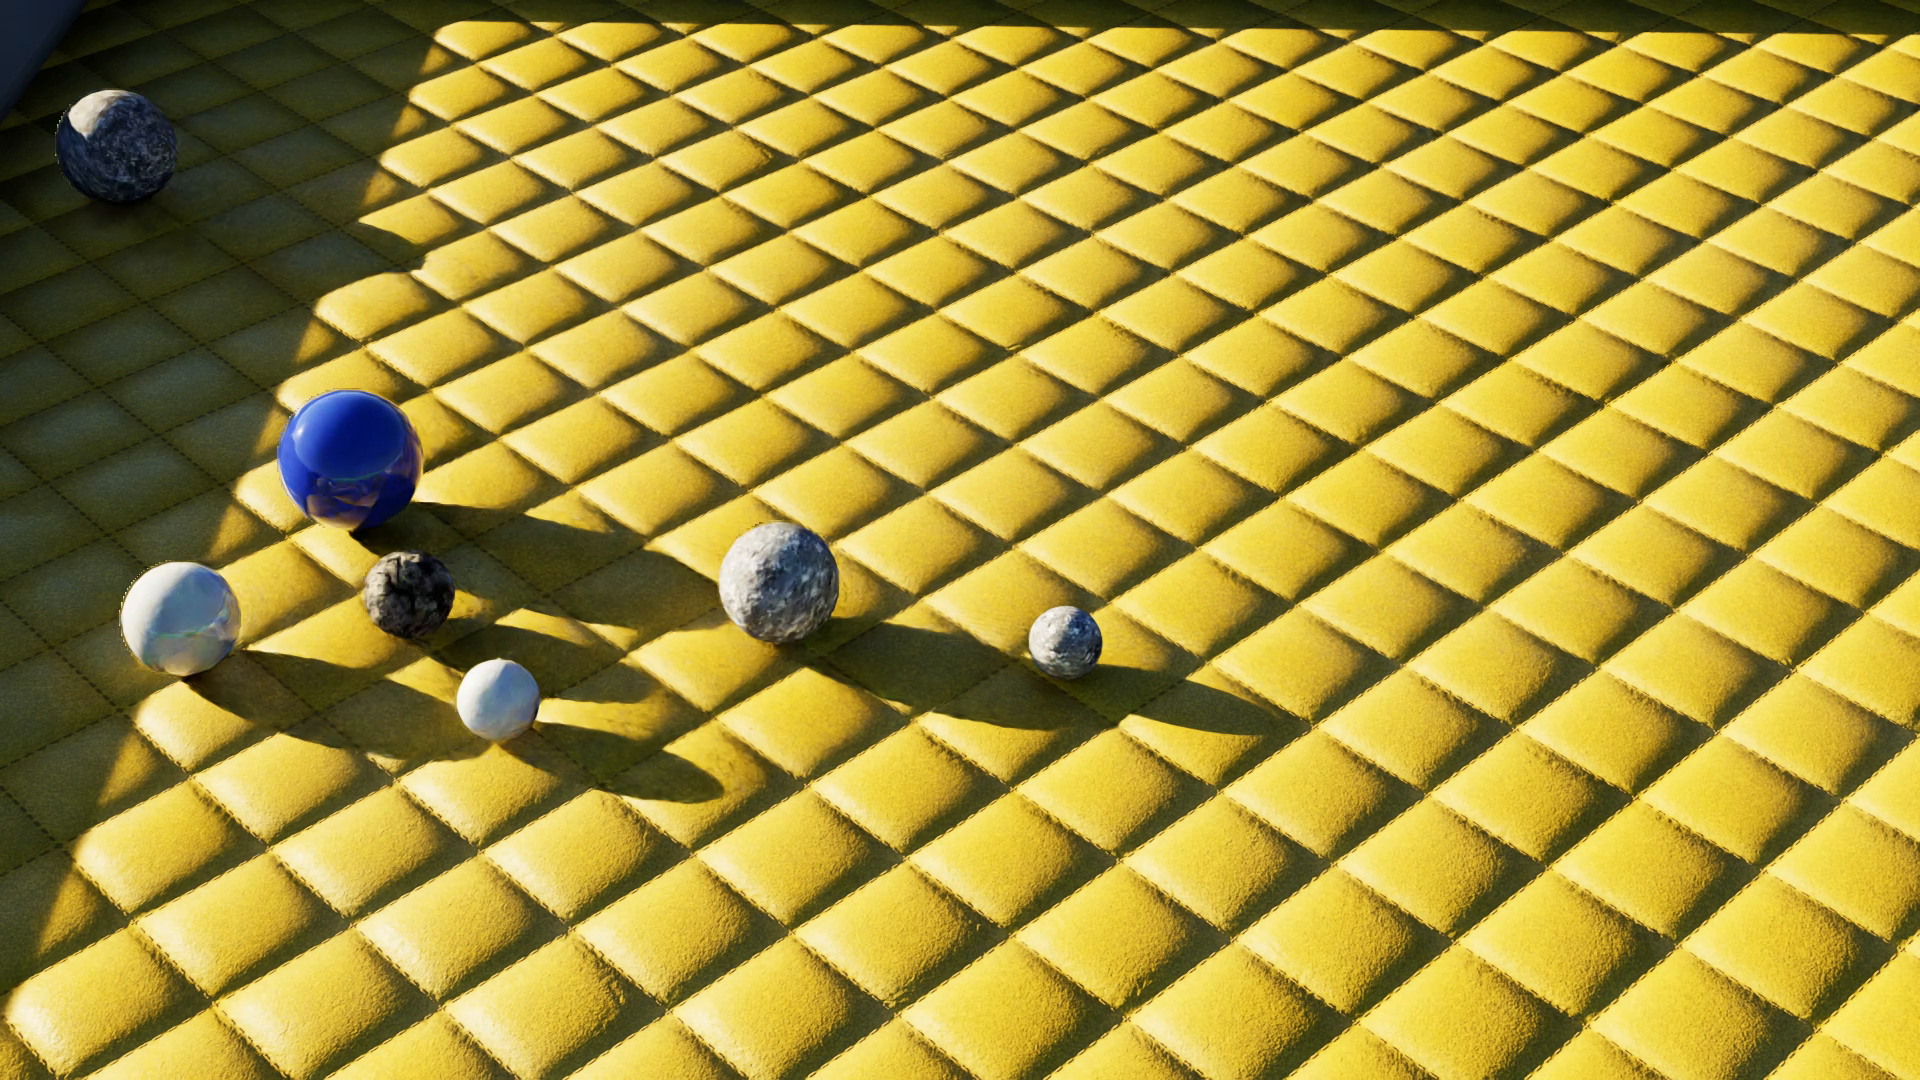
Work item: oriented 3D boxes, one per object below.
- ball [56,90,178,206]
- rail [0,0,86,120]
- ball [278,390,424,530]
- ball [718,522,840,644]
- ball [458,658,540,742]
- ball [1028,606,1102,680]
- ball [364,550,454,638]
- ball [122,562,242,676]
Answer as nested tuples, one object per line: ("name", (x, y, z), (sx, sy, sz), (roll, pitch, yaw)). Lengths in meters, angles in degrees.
("ball", (-0.700, -0.326, 2.132), (0.095, 0.095, 0.095), (0, 36, 0))
("rail", (-0.843, -0.035, 1.702), (0.045, 0.125, 2.046), (1, 36, 1))
("ball", (-0.416, -0.055, 1.755), (0.097, 0.097, 0.097), (0, 36, 0))
("ball", (-0.117, 0.028, 1.657), (0.078, 0.078, 0.078), (0, 36, 0))
("ball", (-0.284, 0.099, 1.582), (0.051, 0.051, 0.051), (0, 36, 0))
("ball", (0.067, 0.065, 1.631), (0.047, 0.047, 0.047), (0, 36, 0))
("ball", (-0.357, 0.035, 1.664), (0.058, 0.058, 0.058), (0, 36, 0))
("ball", (-0.494, 0.050, 1.631), (0.073, 0.073, 0.073), (0, 36, 0))
